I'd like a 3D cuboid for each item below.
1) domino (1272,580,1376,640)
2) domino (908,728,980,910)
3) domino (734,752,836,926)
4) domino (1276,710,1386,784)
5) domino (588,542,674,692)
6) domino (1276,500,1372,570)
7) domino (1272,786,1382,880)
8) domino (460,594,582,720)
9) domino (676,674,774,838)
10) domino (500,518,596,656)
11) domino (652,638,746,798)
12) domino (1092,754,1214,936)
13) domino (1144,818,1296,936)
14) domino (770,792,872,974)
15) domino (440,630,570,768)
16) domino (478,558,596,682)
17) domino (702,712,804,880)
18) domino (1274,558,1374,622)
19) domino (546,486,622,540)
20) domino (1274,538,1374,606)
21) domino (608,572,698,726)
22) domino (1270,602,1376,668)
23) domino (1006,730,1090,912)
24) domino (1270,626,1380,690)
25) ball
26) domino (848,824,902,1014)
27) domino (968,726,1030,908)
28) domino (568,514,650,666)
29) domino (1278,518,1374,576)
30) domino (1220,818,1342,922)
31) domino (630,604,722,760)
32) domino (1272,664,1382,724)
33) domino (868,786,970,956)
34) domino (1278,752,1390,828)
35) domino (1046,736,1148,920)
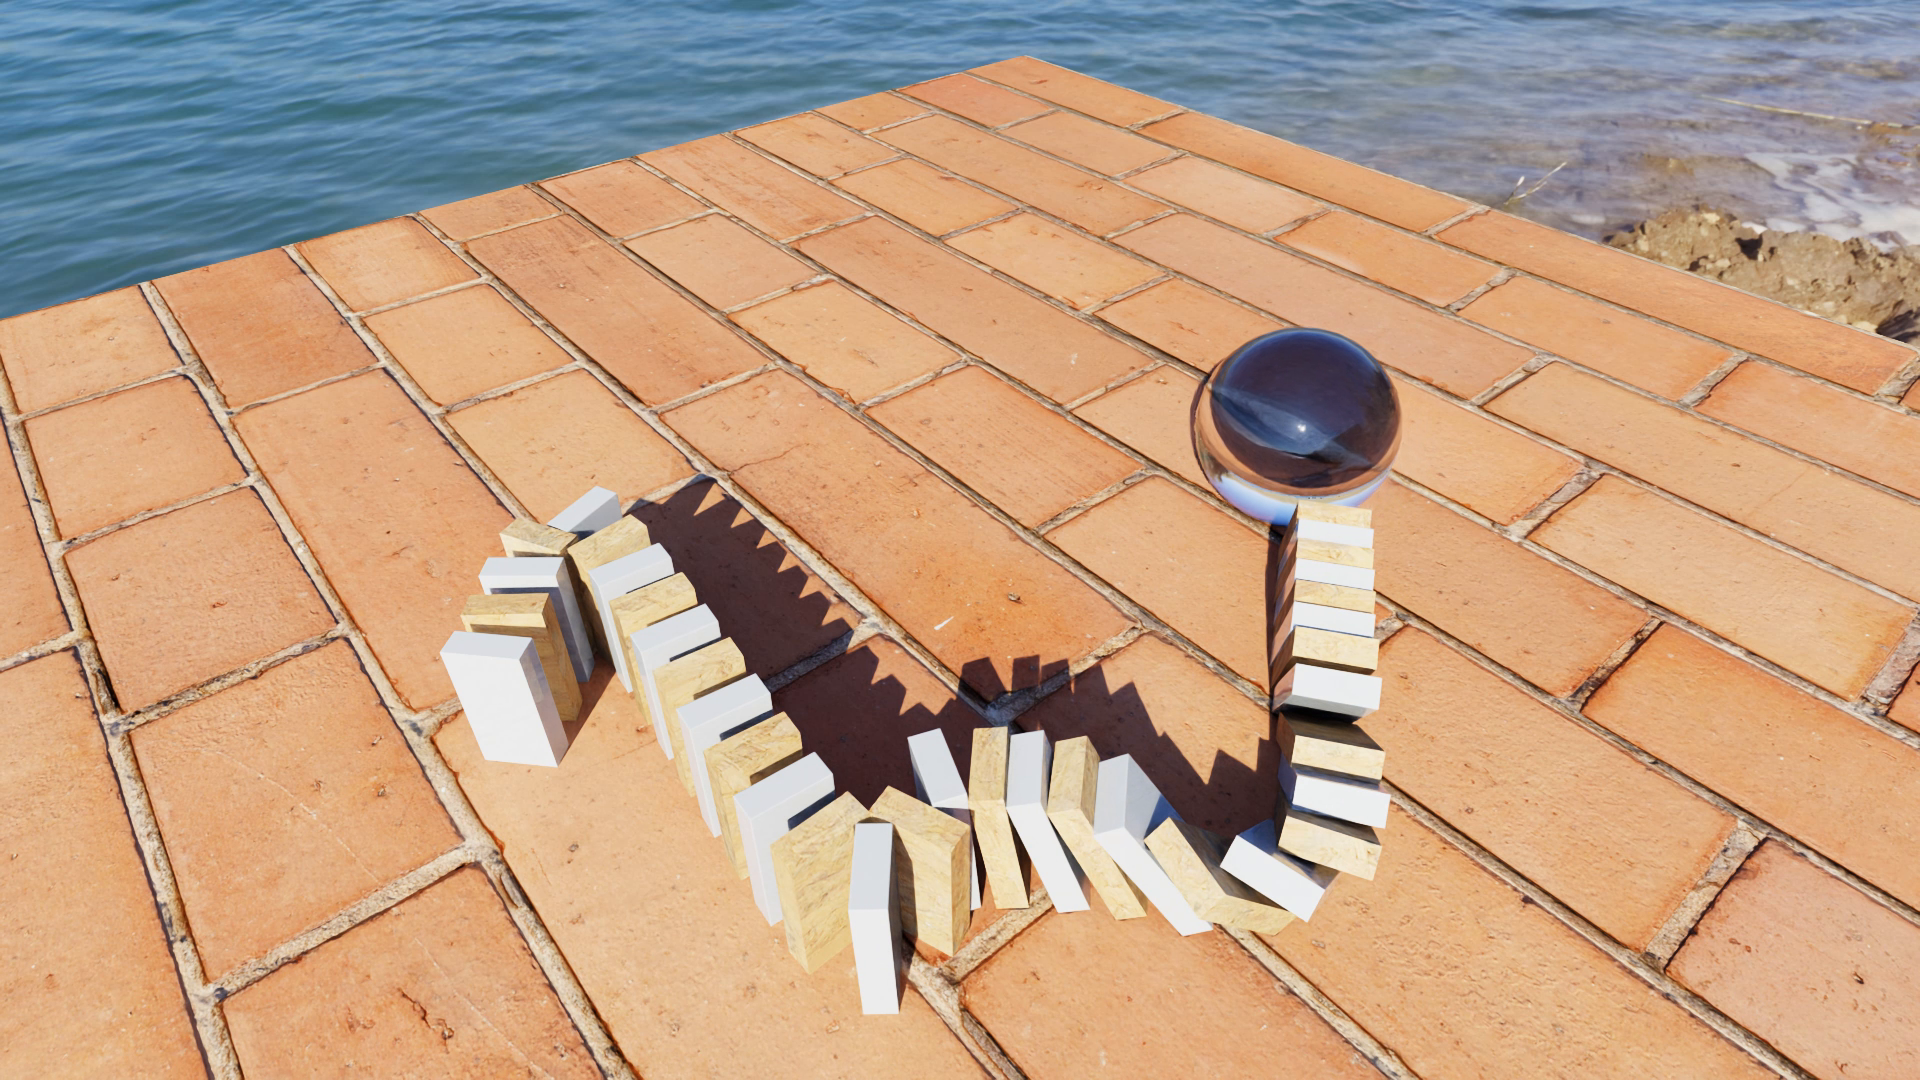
[{"bbox_3d":[0.124,0.028,0.379,0.025,0.050,0.009,9,71,11],"label":"domino"},{"bbox_3d":[-0.004,0.080,0.312,0.009,0.050,0.025,-14,38,-11],"label":"domino"},{"bbox_3d":[-0.047,0.084,0.308,0.025,0.050,0.010,-25,46,-27],"label":"domino"},{"bbox_3d":[0.114,0.064,0.343,0.025,0.010,0.050,9,1,11],"label":"domino"},{"bbox_3d":[-0.109,0.027,0.378,0.025,0.050,0.010,-24,45,-27],"label":"domino"},{"bbox_3d":[0.136,0.000,0.413,0.025,0.050,0.010,9,71,11],"label":"domino"},{"bbox_3d":[0.105,0.083,0.317,0.025,0.010,0.050,15,2,15],"label":"domino"},{"bbox_3d":[-0.144,0.040,0.363,0.025,0.050,0.010,-1,39,-2],"label":"domino"},{"bbox_3d":[-0.068,0.066,0.332,0.025,0.050,0.009,-23,45,-26],"label":"domino"},{"bbox_3d":[-0.144,0.017,0.390,0.025,0.050,0.009,15,42,17],"label":"domino"},{"bbox_3d":[-0.078,0.056,0.343,0.025,0.050,0.010,-23,45,-25],"label":"domino"},{"bbox_3d":[0.055,0.086,0.309,0.009,0.050,0.025,-24,30,28],"label":"domino"},{"bbox_3d":[0.073,0.093,0.302,0.009,0.050,0.025,-47,48,12],"label":"domino"},{"bbox_3d":[-0.036,0.093,0.297,0.025,0.050,0.010,-30,48,-31],"label":"domino"},{"bbox_3d":[-0.143,0.051,0.349,0.025,0.050,0.010,5,40,6],"label":"domino"},{"bbox_3d":[-0.144,0.028,0.377,0.025,0.050,0.010,0,39,0],"label":"domino"},{"bbox_3d":[-0.058,0.075,0.320,0.025,0.050,0.009,-24,45,-26],"label":"domino"},{"bbox_3d":[0.127,0.021,0.388,0.025,0.050,0.009,9,71,11],"label":"domino"},{"bbox_3d":[-0.133,0.008,0.402,0.009,0.050,0.025,19,43,21],"label":"domino"},{"bbox_3d":[0.130,0.014,0.396,0.025,0.050,0.009,9,71,10],"label":"domino"},{"bbox_3d":[-0.098,0.037,0.367,0.025,0.050,0.009,-23,45,-26],"label":"domino"},{"bbox_3d":[0.121,0.035,0.371,0.025,0.050,0.009,9,72,11],"label":"domino"},{"bbox_3d":[0.026,0.081,0.313,0.009,0.050,0.025,-12,37,16],"label":"domino"},{"bbox_3d":[0.119,0.042,0.363,0.025,0.050,0.009,9,72,11],"label":"domino"},{"bbox_3d":[0.135,-0.045,0.443,0.080,0.080,0.080,0,39,0],"label":"ball"},{"bbox_3d":[-0.022,0.100,0.289,0.009,0.050,0.025,-1,39,1],"label":"domino"},{"bbox_3d":[0.012,0.080,0.313,0.010,0.050,0.025,-5,39,10],"label":"domino"},{"bbox_3d":[-0.120,0.018,0.389,0.010,0.050,0.025,30,48,31],"label":"domino"},{"bbox_3d":[0.133,0.007,0.404,0.025,0.050,0.009,9,71,11],"label":"domino"},{"bbox_3d":[0.091,0.091,0.307,0.025,0.009,0.050,29,5,26],"label":"domino"},{"bbox_3d":[-0.088,0.046,0.355,0.025,0.050,0.009,-23,45,-26],"label":"domino"},{"bbox_3d":[0.117,0.050,0.353,0.025,0.050,0.009,9,76,11],"label":"domino"},{"bbox_3d":[-0.011,0.091,0.300,0.025,0.050,0.009,21,44,23],"label":"domino"},{"bbox_3d":[0.111,0.074,0.330,0.025,0.009,0.050,10,0,12],"label":"domino"},{"bbox_3d":[0.040,0.082,0.312,0.010,0.050,0.025,-16,34,23],"label":"domino"}]
